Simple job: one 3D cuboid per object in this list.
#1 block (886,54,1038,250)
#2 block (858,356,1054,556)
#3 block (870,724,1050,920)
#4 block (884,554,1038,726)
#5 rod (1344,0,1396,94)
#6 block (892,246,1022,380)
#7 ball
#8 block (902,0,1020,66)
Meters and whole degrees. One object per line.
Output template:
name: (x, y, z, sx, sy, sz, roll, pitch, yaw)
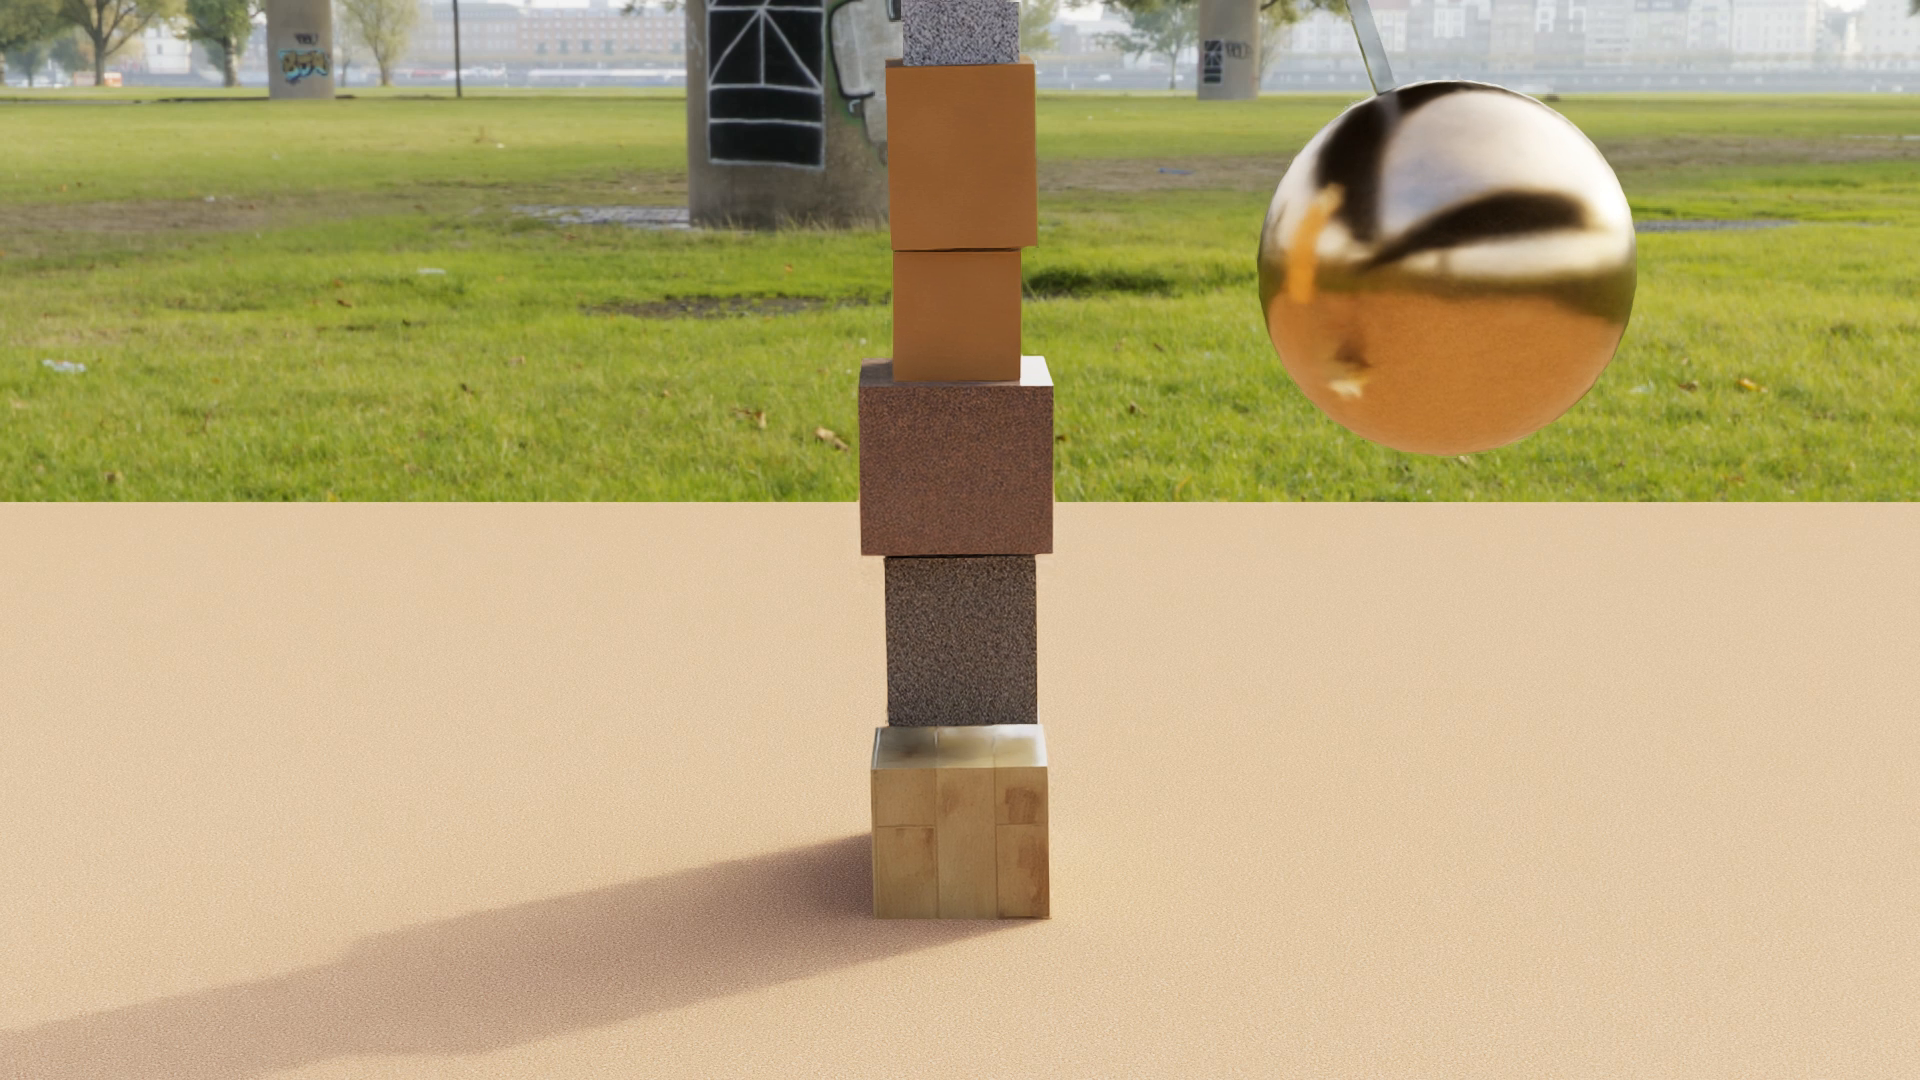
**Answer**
block: (0.001, -1.644, 10.830, 0.608, 0.745, 0.627, -2, 14, -1)
block: (-0.023, -0.375, 11.075, 0.806, 0.713, 0.826, -1, 12, -1)
block: (0.002, 1.205, 11.075, 0.740, 0.652, 0.704, -1, 10, 0)
block: (0.008, 0.346, 11.235, 0.640, 0.741, 0.735, -1, 14, 1)
rod: (0.899, -4.298, 10.399, 0.080, 5.200, 0.080, -20, 10, 4)
block: (-0.017, -0.991, 10.948, 0.535, 0.539, 0.551, 0, 13, -1)
ball: (2.074, -1.159, 10.970, 1.600, 1.600, 1.600, 0, 10, 0)
block: (-0.005, -2.217, 10.678, 0.475, 0.440, 0.483, -2, 14, -1)
